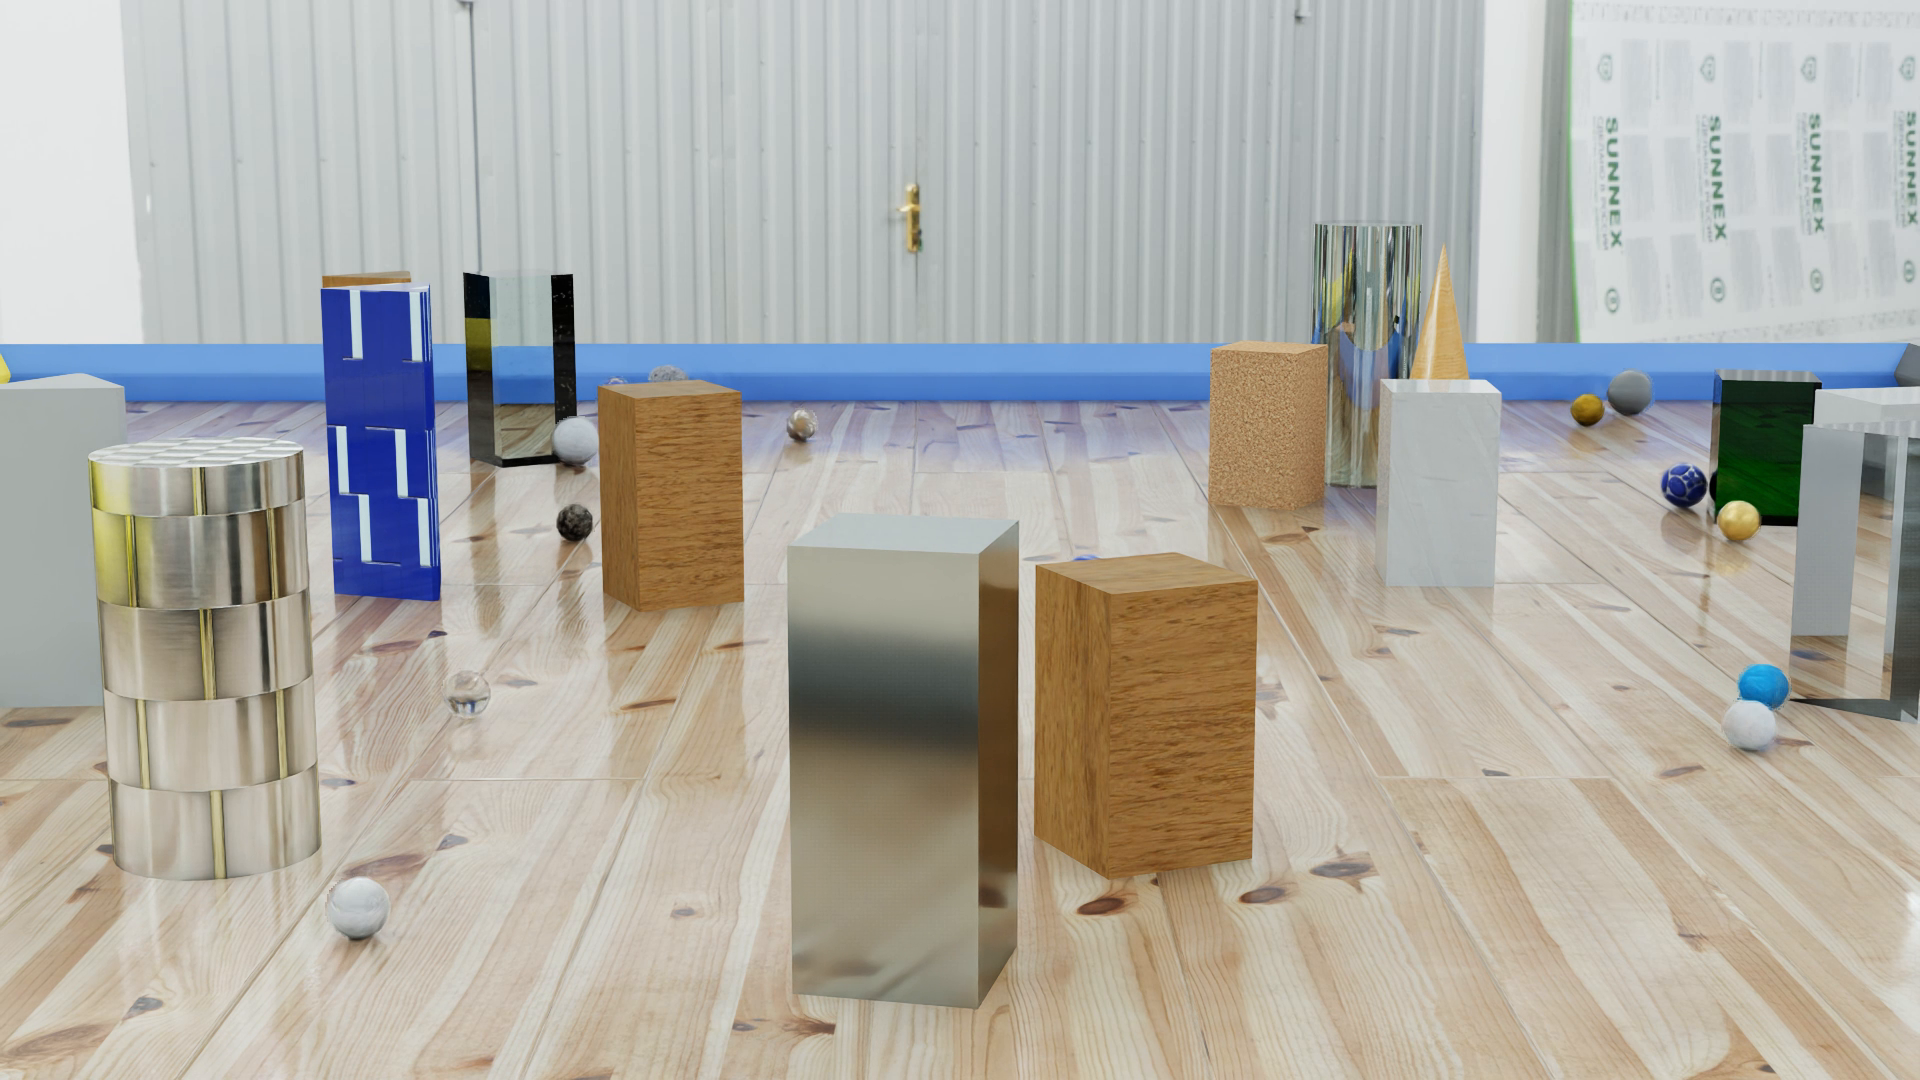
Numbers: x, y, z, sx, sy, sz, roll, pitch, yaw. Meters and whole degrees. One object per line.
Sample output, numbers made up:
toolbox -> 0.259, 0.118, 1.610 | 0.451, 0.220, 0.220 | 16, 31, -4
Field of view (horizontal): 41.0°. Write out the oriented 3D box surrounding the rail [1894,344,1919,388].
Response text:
rail -> 2.053, 0.029, 3.461 | 0.045, 0.122, 4.331 | 0, 11, 0

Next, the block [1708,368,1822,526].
block -> 1.293, -0.150, 4.130 | 0.151, 0.231, 0.151 | 2, 11, 11

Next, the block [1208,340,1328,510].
block -> 0.516, -0.194, 4.292 | 0.151, 0.259, 0.151 | 5, 12, 27

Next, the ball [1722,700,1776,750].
ball -> 0.845, 0.198, 2.747 | 0.054, 0.054, 0.054 | 0, 11, 0

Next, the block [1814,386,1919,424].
block -> 1.196, -0.032, 3.288 | 0.151, 0.309, 0.151 | -2, 11, -12

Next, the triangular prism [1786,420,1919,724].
triangular prism -> 1.064, 0.029, 2.932 | 0.141, 0.320, 0.163 | -10, 15, -44

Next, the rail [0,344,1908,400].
rail -> -0.012, -0.361, 5.555 | 4.154, 0.122, 0.045 | 0, 11, 0

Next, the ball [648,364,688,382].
ball -> -0.623, -0.331, 5.492 | 0.088, 0.088, 0.088 | 0, 11, 0

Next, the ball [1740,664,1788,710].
ball -> 0.913, 0.167, 2.913 | 0.054, 0.054, 0.054 | 0, 11, 0

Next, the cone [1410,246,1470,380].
cone -> 0.797, -0.278, 4.260 | 0.188, 0.435, 0.188 | 0, 11, 0

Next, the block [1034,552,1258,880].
block -> 0.171, 0.159, 2.388 | 0.151, 0.263, 0.151 | -5, 12, -24

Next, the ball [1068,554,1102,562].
ball -> 0.170, 0.062, 3.392 | 0.086, 0.086, 0.086 | 0, 11, 0

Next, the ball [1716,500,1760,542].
ball -> 1.197, -0.030, 3.944 | 0.063, 0.063, 0.063 | 0, 11, 0

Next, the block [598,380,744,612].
block -> -0.396, -0.064, 3.512 | 0.151, 0.288, 0.151 | -5, 12, -27

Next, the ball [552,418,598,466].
ball -> -0.702, -0.179, 4.683 | 0.086, 0.086, 0.086 | 0, 11, 0

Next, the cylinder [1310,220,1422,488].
cylinder -> 0.706, -0.327, 4.483 | 0.188, 0.451, 0.188 | 0, 11, 0

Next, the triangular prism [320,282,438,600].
triangular prism -> -0.769, -0.142, 3.563 | 0.163, 0.423, 0.141 | 4, 11, 19

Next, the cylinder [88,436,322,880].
cylinder -> -0.695, 0.105, 2.369 | 0.188, 0.377, 0.188 | 0, 11, 0

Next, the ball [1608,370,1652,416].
ball -> 1.397, -0.307, 5.349 | 0.092, 0.092, 0.092 | 0, 11, 0

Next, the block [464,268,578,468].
block -> -0.809, -0.319, 4.728 | 0.151, 0.345, 0.151 | -7, 13, -33

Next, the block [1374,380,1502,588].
block -> 0.679, -0.083, 3.655 | 0.151, 0.274, 0.151 | 1, 11, 3

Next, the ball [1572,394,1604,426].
ball -> 1.270, -0.263, 5.189 | 0.065, 0.065, 0.065 | 0, 11, 0

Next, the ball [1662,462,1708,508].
ball -> 1.197, -0.090, 4.239 | 0.074, 0.074, 0.074 | 0, 11, 0

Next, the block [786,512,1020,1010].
block -> -0.042, 0.171, 2.054 | 0.151, 0.361, 0.151 | 2, 11, 13

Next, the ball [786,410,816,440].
ball -> -0.310, -0.223, 4.990 | 0.059, 0.059, 0.059 | 0, 11, 0

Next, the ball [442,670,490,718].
ball -> -0.555, 0.173, 2.883 | 0.053, 0.053, 0.053 | 0, 11, 0

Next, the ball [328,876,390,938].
ball -> -0.506, 0.309, 2.158 | 0.052, 0.052, 0.052 | 0, 11, 0

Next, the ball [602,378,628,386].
ball -> -0.711, -0.294, 5.316 | 0.080, 0.080, 0.080 | 0, 11, 0

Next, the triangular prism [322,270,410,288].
triangular prism -> -0.969, -0.266, 4.365 | 0.163, 0.373, 0.141 | 3, 11, 16

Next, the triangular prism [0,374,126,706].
triangular prism -> -1.027, -0.003, 2.976 | 0.163, 0.366, 0.141 | -1, 11, -4

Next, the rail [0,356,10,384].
rail -> -2.053, 0.034, 3.438 | 0.045, 0.122, 4.331 | 0, 11, 0

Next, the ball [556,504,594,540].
ball -> -0.592, -0.027, 3.946 | 0.057, 0.057, 0.057 | 0, 11, 0
